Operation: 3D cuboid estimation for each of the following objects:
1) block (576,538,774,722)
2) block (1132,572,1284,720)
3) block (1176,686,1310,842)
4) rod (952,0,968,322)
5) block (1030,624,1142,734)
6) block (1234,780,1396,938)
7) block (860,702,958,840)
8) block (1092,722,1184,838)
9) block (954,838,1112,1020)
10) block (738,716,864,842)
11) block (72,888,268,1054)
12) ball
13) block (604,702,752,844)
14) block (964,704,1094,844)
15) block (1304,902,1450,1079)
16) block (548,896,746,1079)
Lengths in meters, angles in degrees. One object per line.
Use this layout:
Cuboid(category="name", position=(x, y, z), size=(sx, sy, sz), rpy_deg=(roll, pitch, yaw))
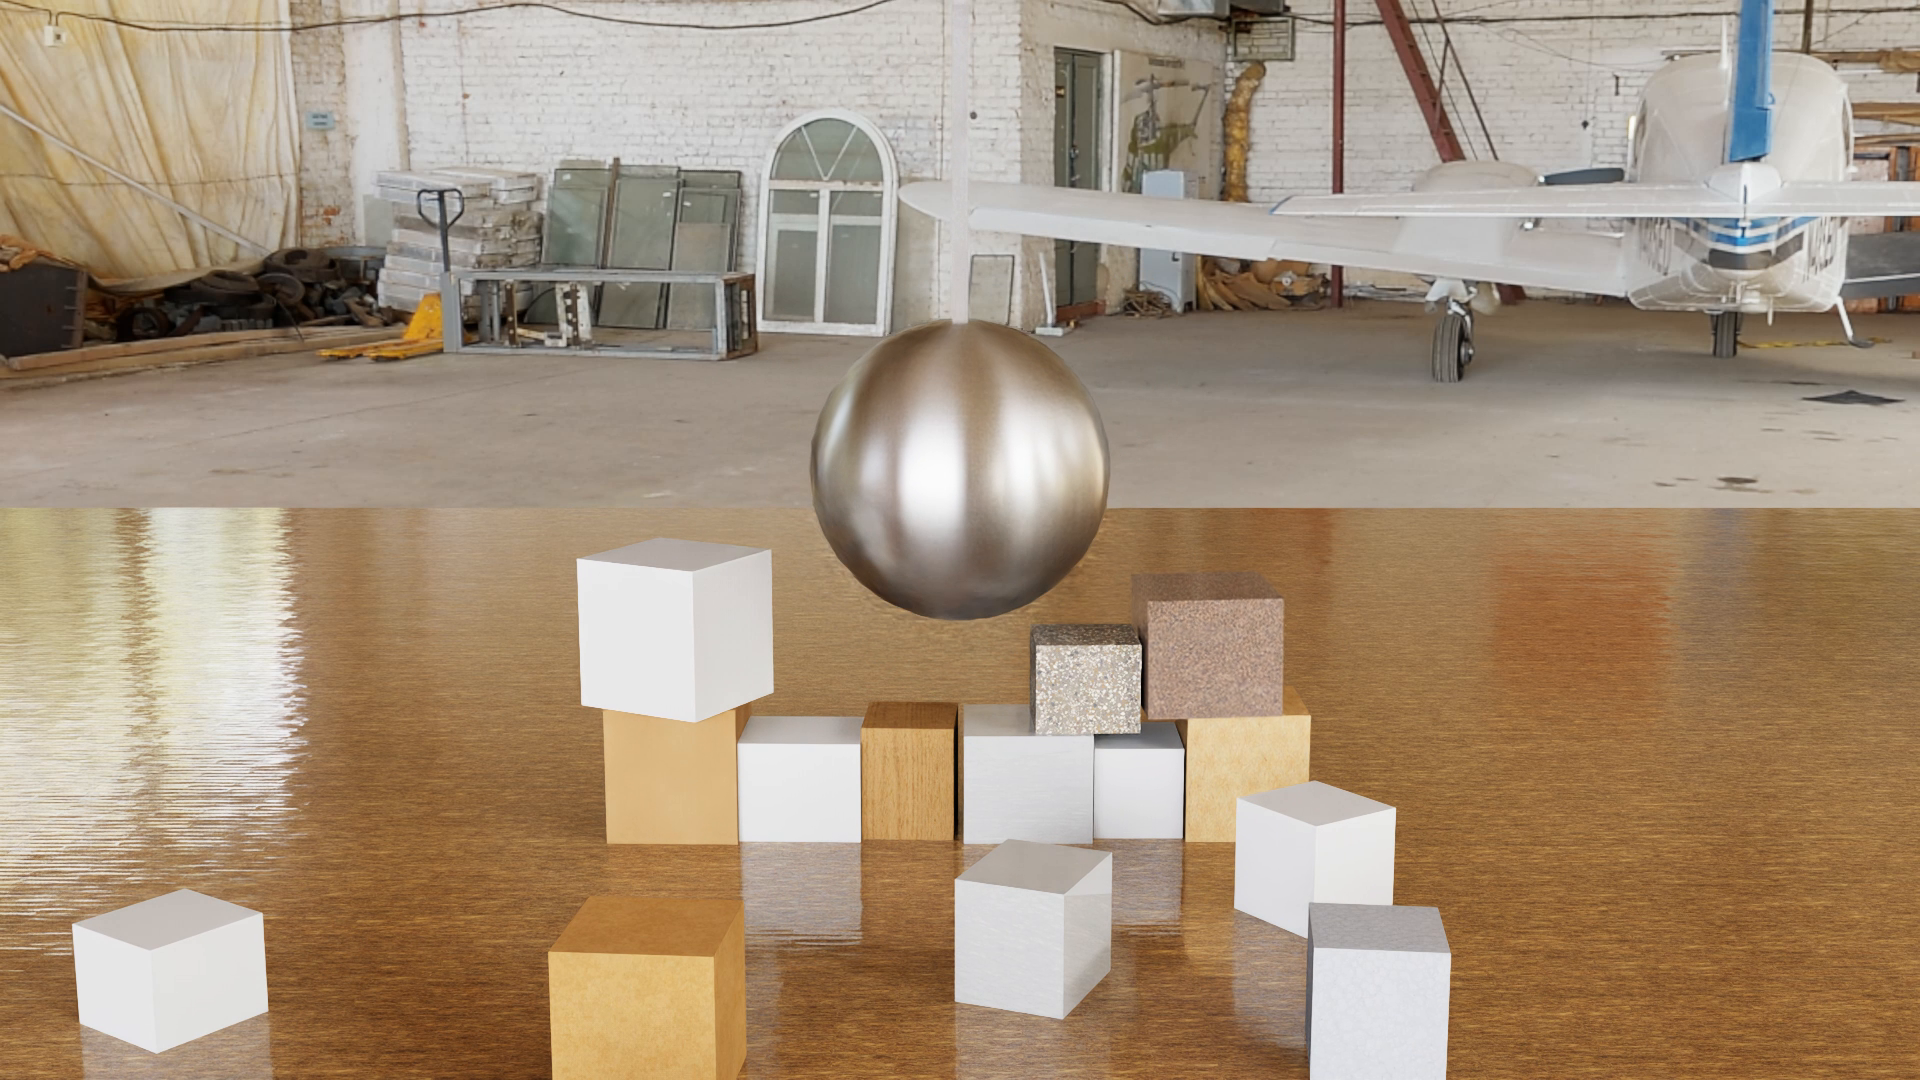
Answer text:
Cuboid(category="block", position=(-1.435, 0.440, 11.146), size=(0.702, 0.751, 0.686), rpy_deg=(6, 12, 28))
Cuboid(category="block", position=(1.257, 0.530, 11.280), size=(0.674, 0.601, 0.726), rpy_deg=(-1, 10, -2))
Cuboid(category="block", position=(1.451, 1.151, 11.390), size=(0.616, 0.661, 0.611), rpy_deg=(0, 10, 0))
Cuboid(category="rod", position=(0.000, -3.649, 10.757), size=(0.080, 5.200, 0.080), rpy_deg=(0, 16, 0))
Cuboid(category="block", position=(0.636, 0.706, 11.277), size=(0.527, 0.456, 0.495), rpy_deg=(0, 10, -2))
Cuboid(category="block", position=(1.622, 1.458, 10.069), size=(0.491, 0.529, 0.522), rpy_deg=(-7, 12, -34))
Cuboid(category="block", position=(-0.254, 1.189, 11.397), size=(0.467, 0.582, 0.539), rpy_deg=(0, 10, 2))
Cuboid(category="block", position=(0.907, 1.241, 11.423), size=(0.454, 0.471, 0.531), rpy_deg=(0, 10, 0))
Cuboid(category="block", position=(0.312, 1.615, 9.206), size=(0.476, 0.528, 0.581), rpy_deg=(4, 11, 23))
Cuboid(category="block", position=(-0.805, 1.230, 11.370), size=(0.619, 0.512, 0.541), rpy_deg=(0, 10, 2))
Cuboid(category="block", position=(-3.186, 1.729, 8.883), size=(0.512, 0.420, 0.522), rpy_deg=(7, 13, 35))
Cuboid(category="ball", position=(0.000, -0.373, 11.667), size=(1.600, 1.600, 1.600), rpy_deg=(0, 10, 0))
Cuboid(category="block", position=(-1.445, 1.135, 11.375), size=(0.663, 0.698, 0.652), rpy_deg=(0, 10, 2))
Cuboid(category="block", position=(0.345, 1.203, 11.385), size=(0.652, 0.560, 0.639), rpy_deg=(0, 10, 0))
Cuboid(category="block", position=(1.604, 1.745, 8.493), size=(0.503, 0.527, 0.505), rpy_deg=(1, 10, 7))
Cuboid(category="block", position=(-1.155, 1.742, 8.229), size=(0.603, 0.629, 0.594), rpy_deg=(1, 10, 5))
